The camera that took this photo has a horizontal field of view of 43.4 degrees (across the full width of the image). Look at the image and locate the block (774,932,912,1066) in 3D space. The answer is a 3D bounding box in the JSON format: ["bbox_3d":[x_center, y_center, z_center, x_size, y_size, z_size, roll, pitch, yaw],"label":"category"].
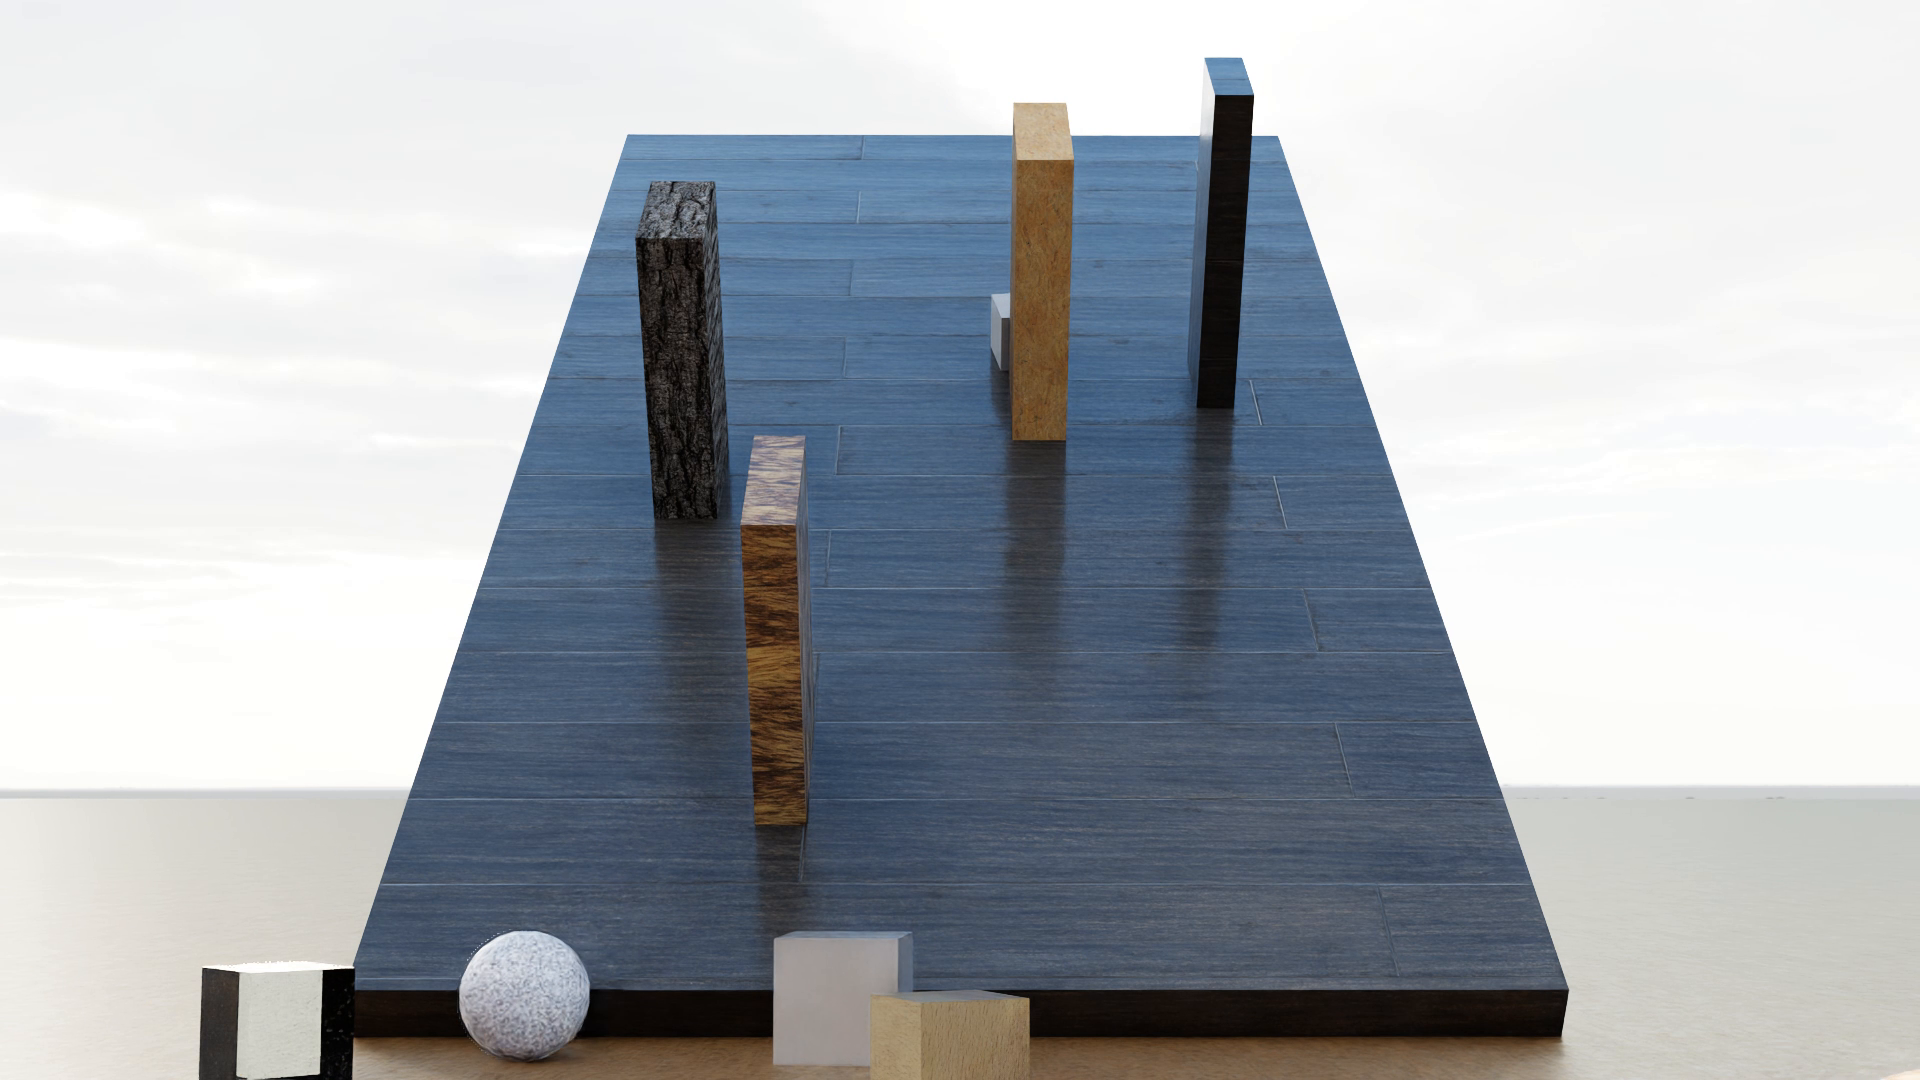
[{"bbox_3d":[-0.175,0.694,3.665,0.186,0.186,0.186,-1,-6,6],"label":"block"}]

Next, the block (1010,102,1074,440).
[{"bbox_3d":[0.186,-0.627,5.628,0.125,0.692,0.375,0,30,0],"label":"block"}]

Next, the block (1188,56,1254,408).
[{"bbox_3d":[0.613,-0.722,5.705,0.090,0.783,0.264,0,30,0],"label":"block"}]

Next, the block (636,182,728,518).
[{"bbox_3d":[-0.603,-0.415,5.279,0.139,0.663,0.320,0,30,0],"label":"block"}]

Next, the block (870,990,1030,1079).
[{"bbox_3d":[-0.013,0.645,3.011,0.149,0.149,0.149,3,-7,-26],"label":"block"}]

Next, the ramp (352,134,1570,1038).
[{"bbox_3d":[-0.013,-0.212,5.698,2.000,0.100,4.000,0,30,0],"label":"ramp"}]

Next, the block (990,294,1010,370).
[{"bbox_3d":[0.160,-0.521,5.995,0.143,0.143,0.143,-4,30,-8],"label":"block"}]

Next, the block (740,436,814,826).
[{"bbox_3d":[-0.322,0.163,4.314,0.091,0.618,0.325,0,30,0],"label":"block"}]

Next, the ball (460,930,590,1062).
[{"bbox_3d":[-0.656,0.687,3.635,0.195,0.195,0.195,0,-6,0],"label":"ball"}]

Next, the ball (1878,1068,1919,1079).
[{"bbox_3d":[0.696,0.477,1.695,0.208,0.208,0.208,0,-6,0],"label":"ball"}]

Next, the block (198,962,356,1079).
[{"bbox_3d":[-0.964,0.682,3.401,0.156,0.156,0.156,5,-8,-41],"label":"block"}]
